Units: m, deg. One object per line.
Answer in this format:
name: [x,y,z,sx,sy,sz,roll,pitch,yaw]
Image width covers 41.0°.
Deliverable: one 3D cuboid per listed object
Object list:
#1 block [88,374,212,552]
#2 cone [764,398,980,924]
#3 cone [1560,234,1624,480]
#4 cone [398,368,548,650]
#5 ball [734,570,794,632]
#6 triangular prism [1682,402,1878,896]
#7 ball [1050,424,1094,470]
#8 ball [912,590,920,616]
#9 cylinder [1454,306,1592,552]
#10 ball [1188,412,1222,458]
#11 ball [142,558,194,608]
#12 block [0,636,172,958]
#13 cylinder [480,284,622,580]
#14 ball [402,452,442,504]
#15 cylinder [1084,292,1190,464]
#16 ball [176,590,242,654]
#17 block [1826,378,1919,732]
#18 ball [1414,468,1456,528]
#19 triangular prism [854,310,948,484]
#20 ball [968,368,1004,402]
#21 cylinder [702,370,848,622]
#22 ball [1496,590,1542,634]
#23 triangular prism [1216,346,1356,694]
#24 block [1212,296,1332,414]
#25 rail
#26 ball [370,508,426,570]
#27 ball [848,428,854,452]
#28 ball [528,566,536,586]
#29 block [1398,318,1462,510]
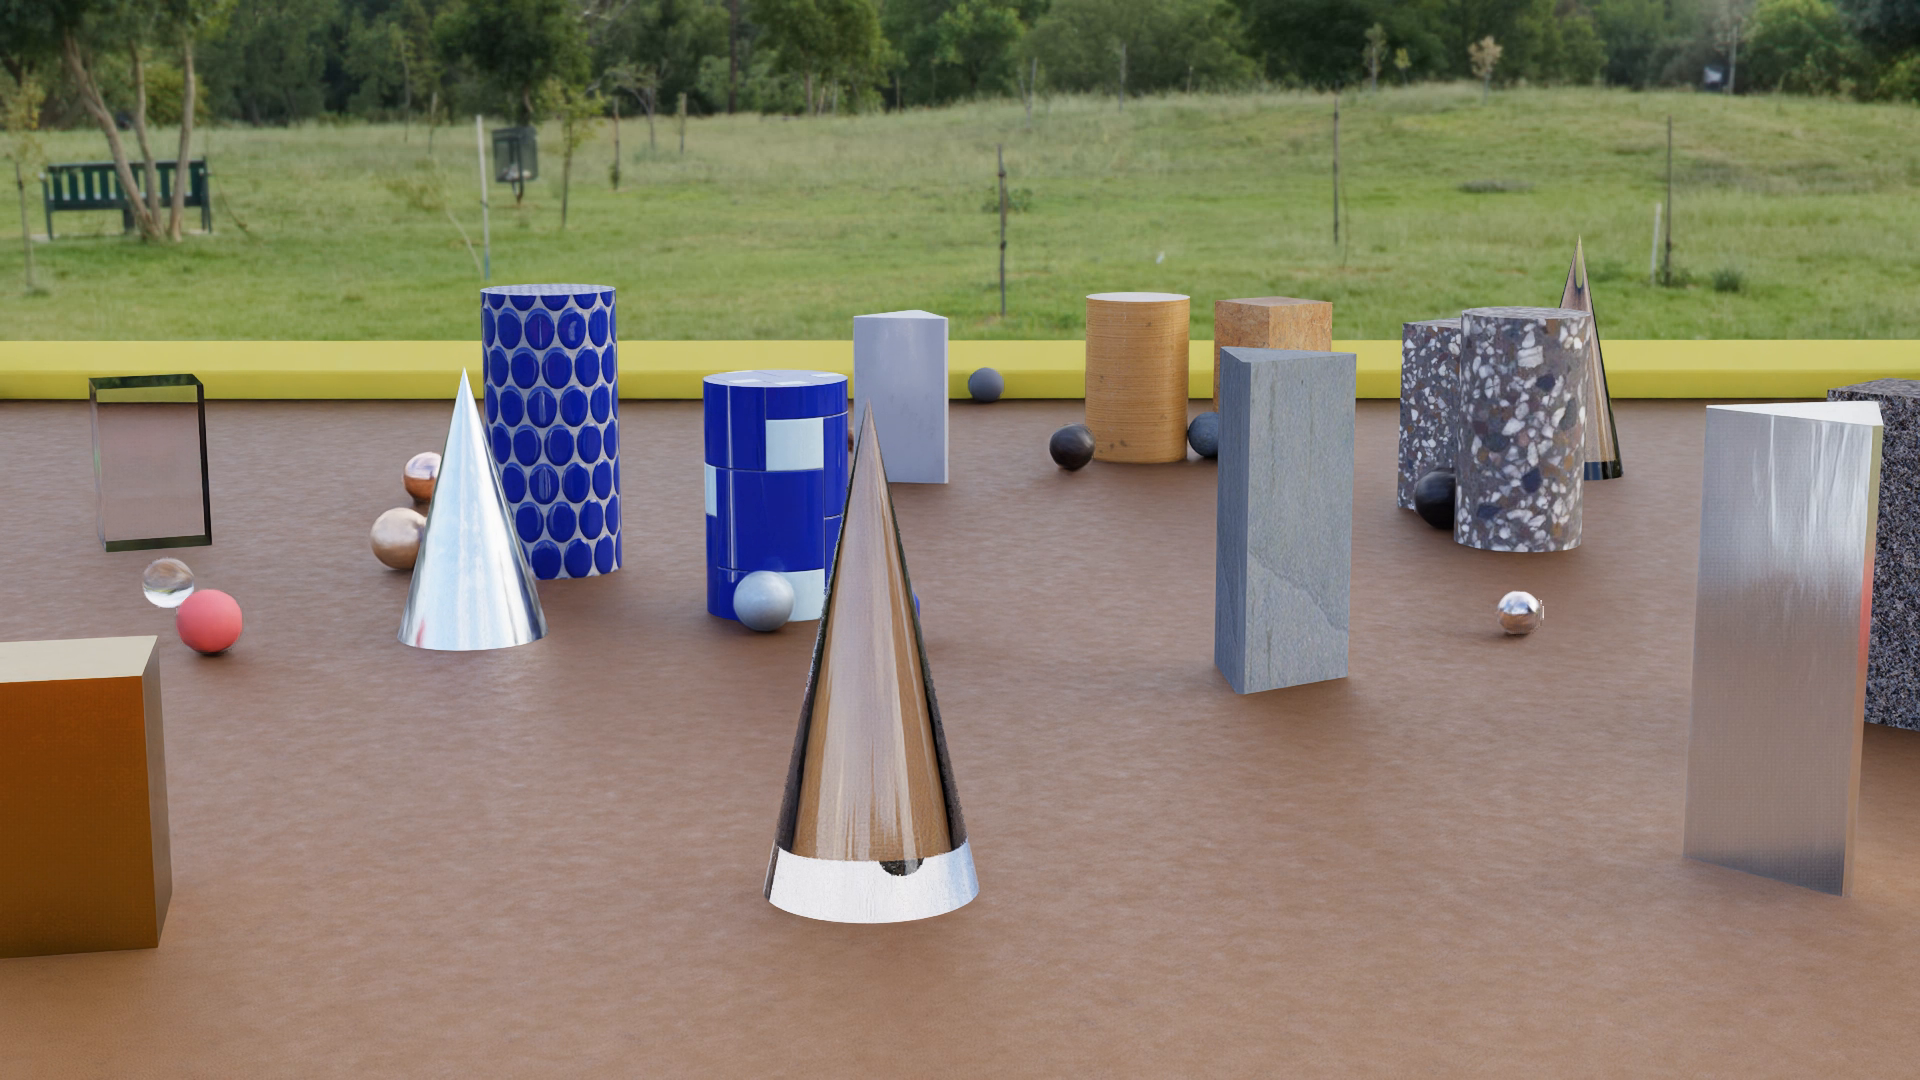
block: [-1.246,-0.121,3.947,0.155,0.247,0.155,-4,11,-22]
cone: [-0.079,0.093,2.256,0.193,0.445,0.193,0,11,0]
cone: [1.100,-0.334,4.593,0.193,0.430,0.193,0,11,0]
cone: [-0.629,-0.050,3.289,0.193,0.347,0.193,0,11,0]
ball: [-0.254,0.079,3.330,0.080,0.080,0.080,0,11,0]
triangular prism: [0.783,0.089,2.342,0.145,0.421,0.167,-9,14,-41]
ball: [0.203,-0.169,4.655,0.082,0.082,0.082,0,11,0]
ball: [-0.086,0.089,3.303,0.070,0.070,0.070,0,11,0]
cylinder: [0.861,-0.173,3.936,0.193,0.353,0.193,0,11,0]
ball: [0.469,-0.197,4.800,0.086,0.086,0.086,0,11,0]
ball: [-1.072,0.058,3.473,0.068,0.068,0.068,0,11,0]
block: [-0.761,0.215,2.177,0.155,0.233,0.155,-2,11,-12]
cylinder: [-0.592,-0.161,3.727,0.193,0.406,0.193,0,11,0]
ball: [-0.892,-0.104,4.301,0.085,0.085,0.085,0,11,0]
cylinder: [0.331,-0.305,4.798,0.193,0.299,0.193,0,11,0]
ball: [-0.938,0.102,3.206,0.080,0.080,0.080,0,11,0]
block: [1.075,0.013,2.892,0.155,0.368,0.155,10,14,43]
ball: [0.769,-0.067,4.071,0.097,0.097,0.097,0,11,0]
triangular prism: [-0.091,-0.258,4.567,0.167,0.290,0.145,2,11,11]
ball: [0.056,-0.336,5.572,0.077,0.077,0.077,0,11,0]
cylinder: [-0.246,-0.062,3.451,0.193,0.313,0.193,0,11,0]
ball: [0.722,0.094,3.313,0.057,0.057,0.057,0,11,0]
triangular prism: [0.357,-0.031,3.072,0.167,0.390,0.145,-7,13,-33]
block: [0.586,-0.305,4.822,0.155,0.288,0.155,-7,13,-34]
rail: [-0.013,-0.371,5.620,4.420,0.126,0.045,0,11,0]
ball: [-0.815,-0.002,3.739,0.090,0.090,0.090,0,11,0]
ball: [-0.208,-0.191,4.878,0.045,0.045,0.045,0,11,0]
ball: [-0.609,0.058,3.500,0.059,0.059,0.059,0,11,0]
block: [0.837,-0.205,4.236,0.155,0.306,0.155,-9,14,-40]
